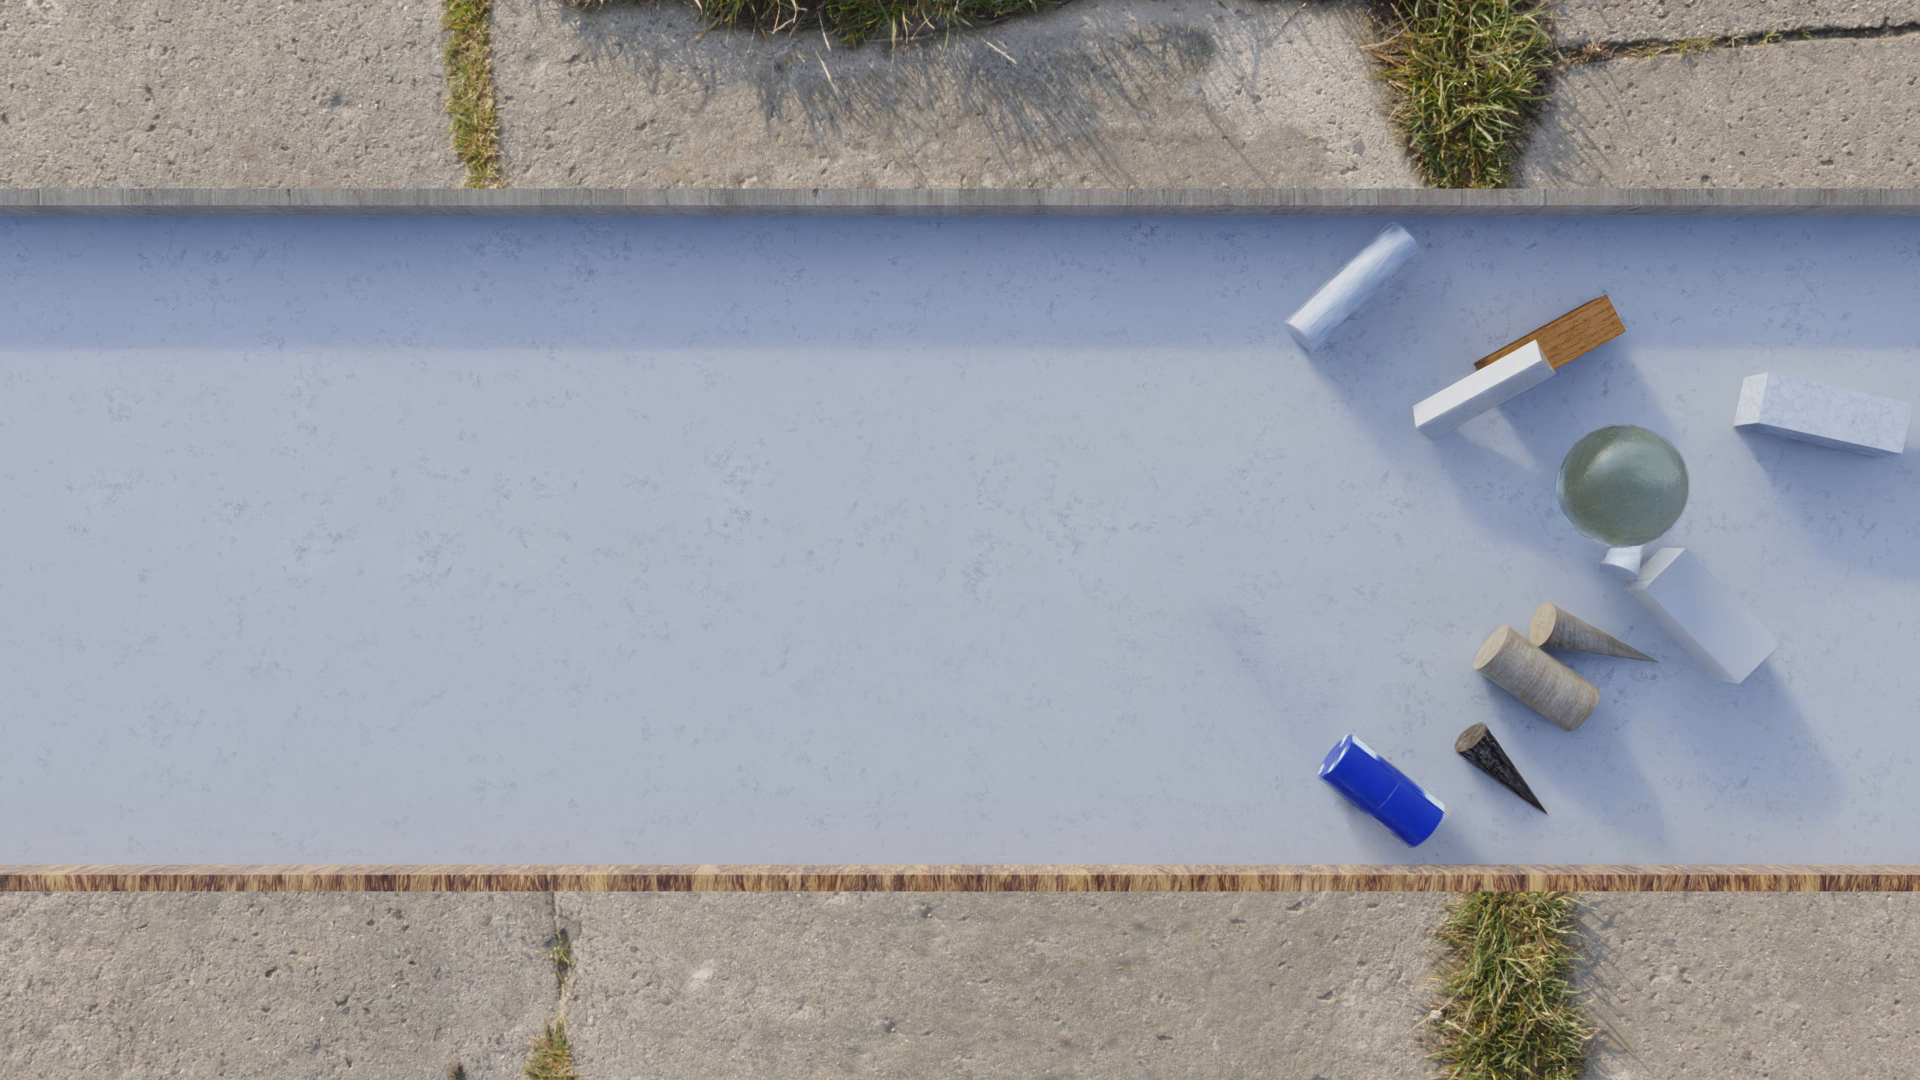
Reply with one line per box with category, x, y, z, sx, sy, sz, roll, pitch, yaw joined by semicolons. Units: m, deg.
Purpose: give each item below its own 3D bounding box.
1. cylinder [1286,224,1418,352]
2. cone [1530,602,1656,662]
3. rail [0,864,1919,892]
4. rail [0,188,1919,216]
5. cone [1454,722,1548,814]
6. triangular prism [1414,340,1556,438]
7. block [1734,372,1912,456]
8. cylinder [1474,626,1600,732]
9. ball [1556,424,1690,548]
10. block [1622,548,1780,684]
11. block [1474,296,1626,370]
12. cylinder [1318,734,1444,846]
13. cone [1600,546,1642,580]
cylinder;1.193;-0.768;5.017;0.438;0.120;0.120;-44;90;0
cone;1.962;0.317;5.043;0.412;0.137;0.137;18;90;-9
rail;-2.247;1.025;5.001;12.000;0.150;0.050;0;90;0
rail;-2.247;-1.025;5.002;12.000;0.150;0.050;0;90;0
cone;1.684;0.725;5.047;0.367;0.118;0.118;44;90;-9
triangular prism;1.556;-0.440;4.929;0.409;0.101;0.117;-30;89;28
block;2.613;-0.379;5.000;0.442;0.153;0.153;12;90;0
cylinder;1.745;0.420;4.995;0.335;0.163;0.163;35;90;0
ball;1.964;-0.159;4.893;0.367;0.367;0.367;0;90;0
block;2.238;0.226;4.990;0.172;0.172;0.400;-45;90;0
block;1.791;-0.585;5.014;0.409;0.126;0.126;-28;90;0
cylinder;1.277;0.757;4.997;0.349;0.160;0.160;37;90;0
cone;2.067;-0.042;5.048;0.115;0.115;0.311;24;80;0
